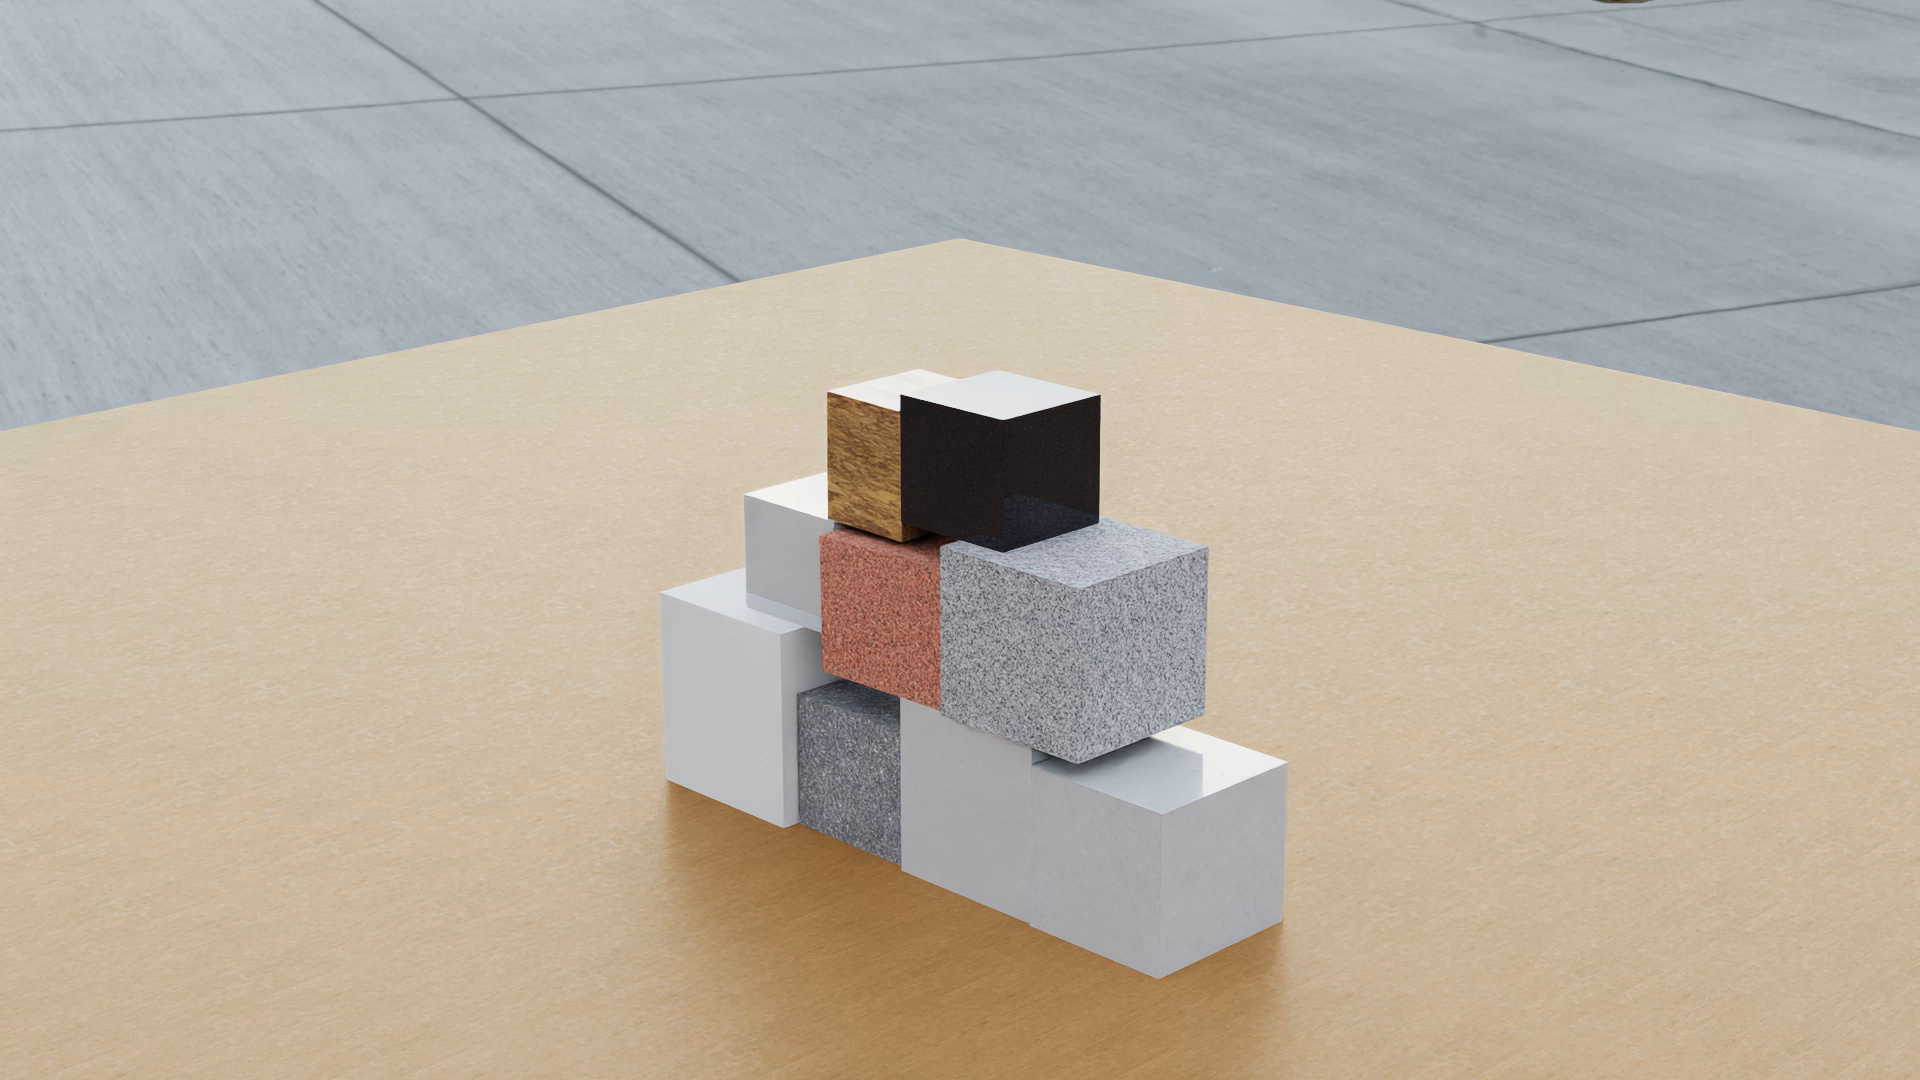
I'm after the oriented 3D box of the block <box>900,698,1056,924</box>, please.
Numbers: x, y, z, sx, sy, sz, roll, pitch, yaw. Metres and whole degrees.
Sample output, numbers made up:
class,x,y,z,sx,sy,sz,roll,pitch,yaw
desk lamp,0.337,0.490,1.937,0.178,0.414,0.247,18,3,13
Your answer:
class,x,y,z,sx,sy,sz,roll,pitch,yaw
block,0.300,1.120,13.365,0.790,0.849,0.821,-17,24,-42

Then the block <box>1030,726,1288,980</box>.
class,x,y,z,sx,sy,sz,roll,pitch,yaw
block,0.867,1.333,12.843,0.829,0.755,0.757,-17,24,-42

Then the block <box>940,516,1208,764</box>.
class,x,y,z,sx,sy,sz,roll,pitch,yaw
block,0.500,0.403,12.918,0.829,0.786,0.830,-17,24,-42

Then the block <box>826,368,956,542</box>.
class,x,y,z,sx,sy,sz,roll,pitch,yaw
block,-0.227,-0.395,13.453,0.584,0.606,0.493,-17,25,-42

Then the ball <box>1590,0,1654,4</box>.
class,x,y,z,sx,sy,sz,roll,pitch,yaw
ball,3.645,-3.733,15.989,1.600,1.600,1.600,0,17,0

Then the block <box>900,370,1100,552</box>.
class,x,y,z,sx,sy,sz,roll,pitch,yaw
block,0.179,-0.360,13.045,0.619,0.595,0.636,-17,24,-42

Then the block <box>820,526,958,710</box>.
class,x,y,z,sx,sy,sz,roll,pitch,yaw
block,-0.080,0.288,13.504,0.789,0.659,0.798,-17,23,-42

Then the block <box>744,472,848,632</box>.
class,x,y,z,sx,sy,sz,roll,pitch,yaw
block,-0.580,0.052,13.973,0.625,0.565,0.631,-17,24,-42

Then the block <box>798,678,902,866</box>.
class,x,y,z,sx,sy,sz,roll,pitch,yaw
block,-0.238,1.037,13.942,0.771,0.661,0.732,-17,24,-42

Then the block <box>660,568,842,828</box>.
class,x,y,z,sx,sy,sz,roll,pitch,yaw
block,-0.832,0.718,14.429,0.904,0.978,0.882,-17,24,-42
